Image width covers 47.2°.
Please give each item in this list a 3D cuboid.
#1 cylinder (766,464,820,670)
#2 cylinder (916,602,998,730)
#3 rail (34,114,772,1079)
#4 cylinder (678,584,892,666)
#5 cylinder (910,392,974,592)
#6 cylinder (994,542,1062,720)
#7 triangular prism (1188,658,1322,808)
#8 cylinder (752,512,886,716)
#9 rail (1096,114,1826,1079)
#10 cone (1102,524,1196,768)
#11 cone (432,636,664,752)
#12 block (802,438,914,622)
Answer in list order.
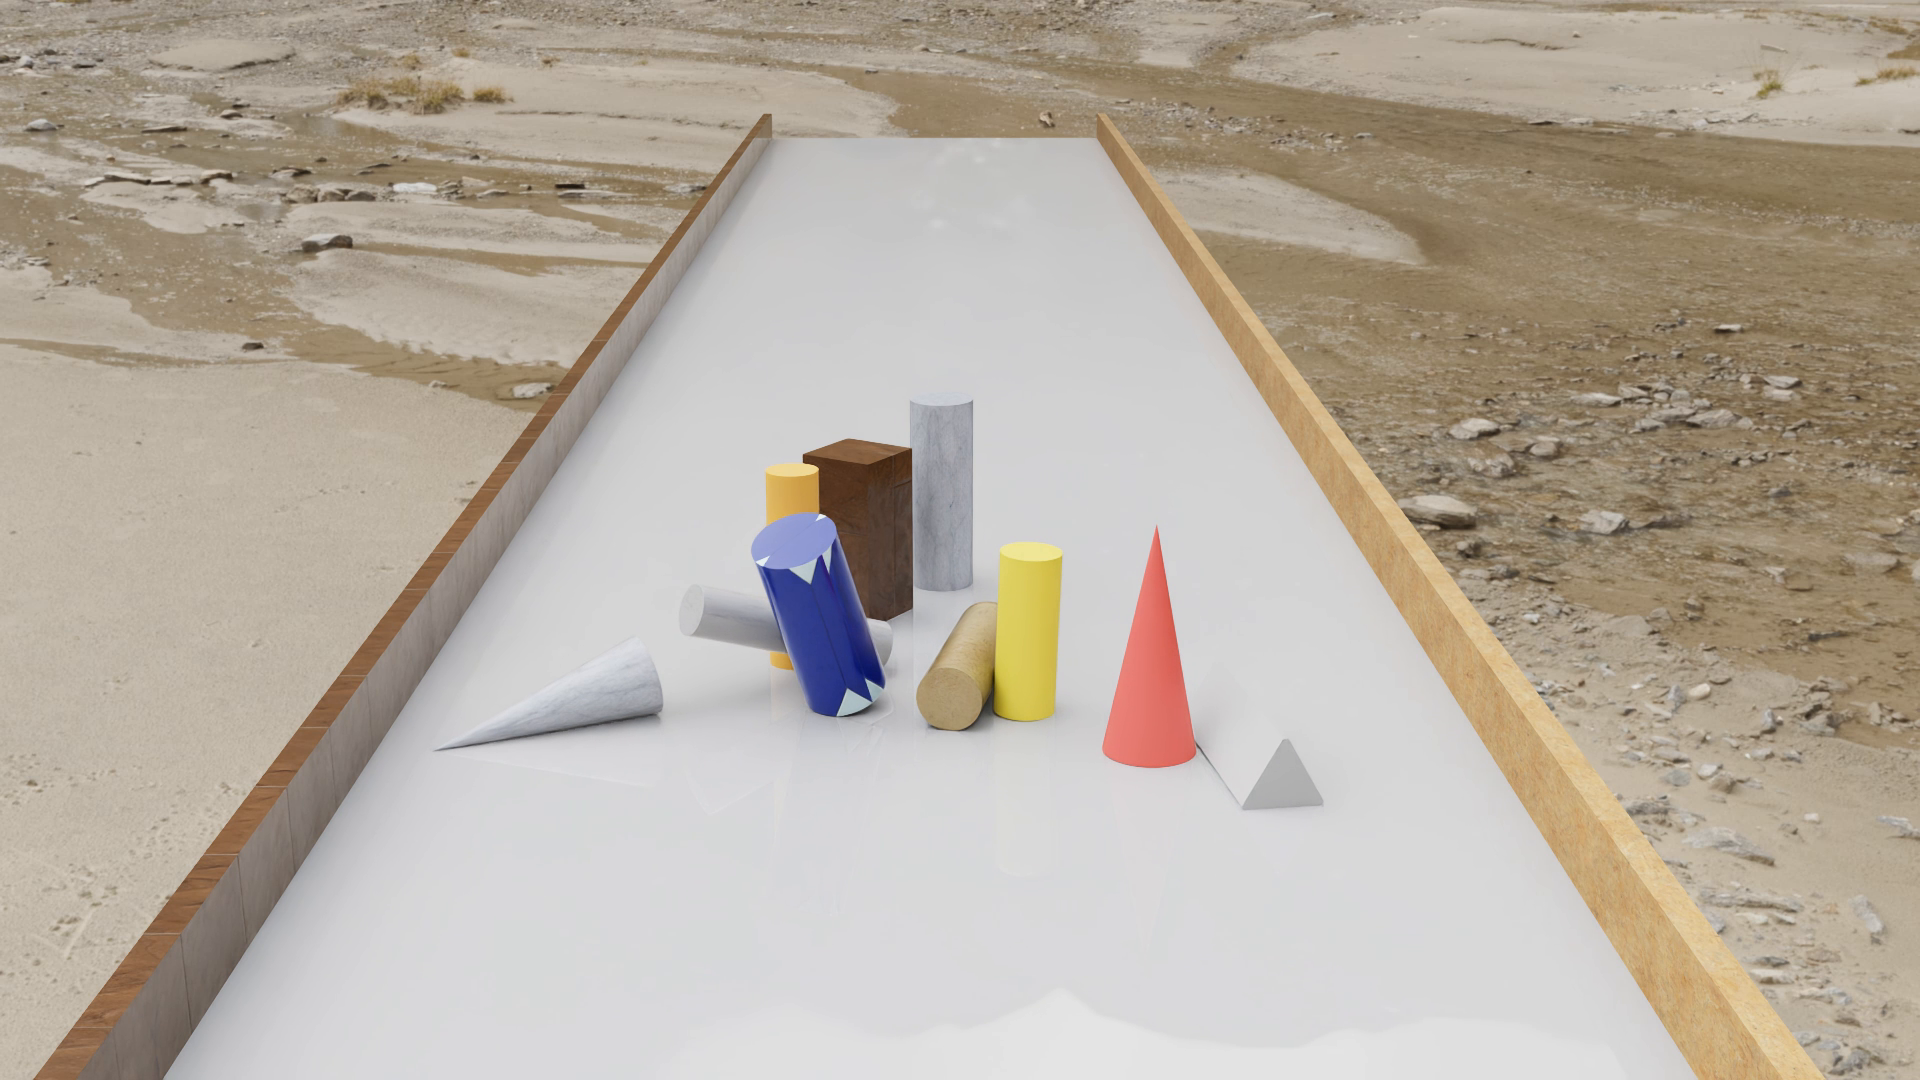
[{"bbox_3d":[-0.328,0.053,4.353,0.104,0.397,0.104,0,17,0],"label":"cylinder"},{"bbox_3d":[0.019,0.237,4.215,0.123,0.123,0.397,3,17,11],"label":"cylinder"},{"bbox_3d":[-1.118,-0.838,7.780,0.050,0.150,12.000,0,17,-1],"label":"rail"},{"bbox_3d":[-0.332,0.171,4.245,0.418,0.100,0.100,13,8,-32],"label":"cylinder"},{"bbox_3d":[-0.040,-0.107,4.850,0.138,0.420,0.138,0,17,0],"label":"cylinder"},{"bbox_3d":[0.126,0.170,4.098,0.116,0.313,0.116,2,18,-1],"label":"cylinder"},{"bbox_3d":[0.512,0.332,3.886,0.141,0.122,0.414,-3,17,-9],"label":"triangular prism"},{"bbox_3d":[-0.258,0.140,4.064,0.160,0.361,0.160,-10,37,8],"label":"cylinder"},{"bbox_3d":[0.932,-0.844,7.801,0.050,0.150,12.000,0,17,-1],"label":"rail"},{"bbox_3d":[0.342,0.174,3.897,0.170,0.424,0.170,0,16,0],"label":"cone"},{"bbox_3d":[-0.770,0.316,4.034,0.422,0.151,0.151,-20,23,-24],"label":"cone"},{"bbox_3d":[-0.215,-0.016,4.657,0.165,0.355,0.165,10,19,31],"label":"block"}]
